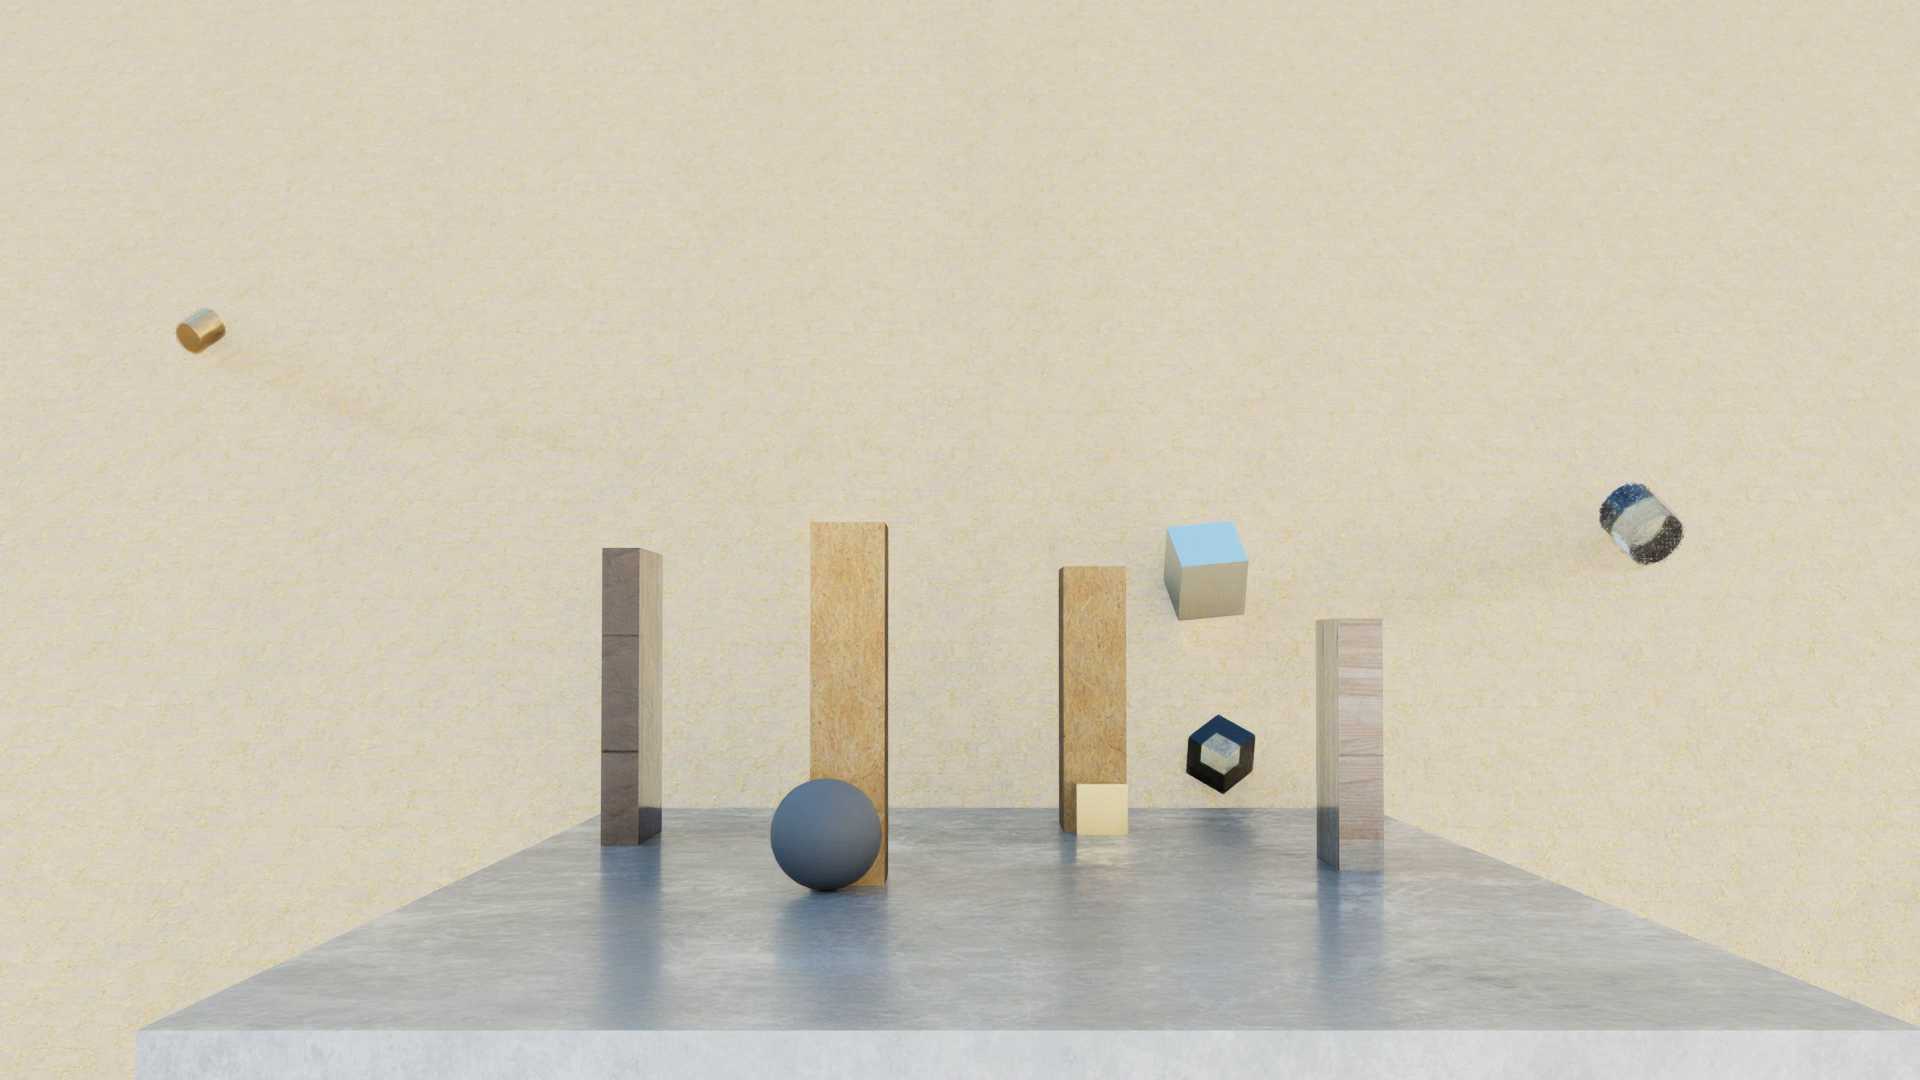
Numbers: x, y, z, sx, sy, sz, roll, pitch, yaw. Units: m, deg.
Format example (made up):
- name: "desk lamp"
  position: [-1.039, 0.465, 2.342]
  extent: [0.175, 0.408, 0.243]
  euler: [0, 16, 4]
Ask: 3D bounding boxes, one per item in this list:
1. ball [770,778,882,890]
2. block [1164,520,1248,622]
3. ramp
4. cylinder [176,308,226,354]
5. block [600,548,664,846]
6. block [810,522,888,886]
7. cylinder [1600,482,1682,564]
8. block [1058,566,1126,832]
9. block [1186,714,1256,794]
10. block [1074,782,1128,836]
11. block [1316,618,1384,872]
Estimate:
- name: "ball"
  position: [-0.235, 0.517, 4.566]
  extent: [0.196, 0.196, 0.196]
  euler: [0, 36, 0]
- name: "block"
  position: [0.727, 0.091, 7.702]
  extent: [0.200, 0.200, 0.200]
  euler: [-5, 37, -7]
- name: "ramp"
  position: [0.080, 0.679, 4.898]
  extent: [2.000, 0.100, 4.000]
  euler: [0, -2, 0]
- name: "cylinder"
  position: [-2.586, -0.712, 8.863]
  extent: [0.114, 0.114, 0.114]
  euler: [20, 41, 25]
- name: "block"
  position: [-0.731, 0.346, 5.817]
  extent: [0.081, 0.641, 0.442]
  euler: [0, -2, 0]
- name: "block"
  position: [-0.203, 0.298, 4.794]
  extent: [0.134, 0.652, 0.241]
  euler: [0, -2, 0]
- name: "cylinder"
  position: [2.070, -0.050, 7.909]
  extent: [0.180, 0.180, 0.180]
  euler: [-12, 38, -15]
- name: "block"
  position: [0.313, 0.374, 6.174]
  extent: [0.145, 0.614, 0.303]
  euler: [0, -2, 0]
- name: "block"
  position: [0.711, 0.584, 7.092]
  extent: [0.130, 0.130, 0.130]
  euler: [29, 45, 33]
- name: "block"
  position: [0.323, 0.614, 5.955]
  extent: [0.115, 0.115, 0.115]
  euler: [0, -2, 0]
- name: "block"
  position: [0.766, 0.397, 5.125]
  extent: [0.085, 0.482, 0.315]
  euler: [0, -2, 0]
